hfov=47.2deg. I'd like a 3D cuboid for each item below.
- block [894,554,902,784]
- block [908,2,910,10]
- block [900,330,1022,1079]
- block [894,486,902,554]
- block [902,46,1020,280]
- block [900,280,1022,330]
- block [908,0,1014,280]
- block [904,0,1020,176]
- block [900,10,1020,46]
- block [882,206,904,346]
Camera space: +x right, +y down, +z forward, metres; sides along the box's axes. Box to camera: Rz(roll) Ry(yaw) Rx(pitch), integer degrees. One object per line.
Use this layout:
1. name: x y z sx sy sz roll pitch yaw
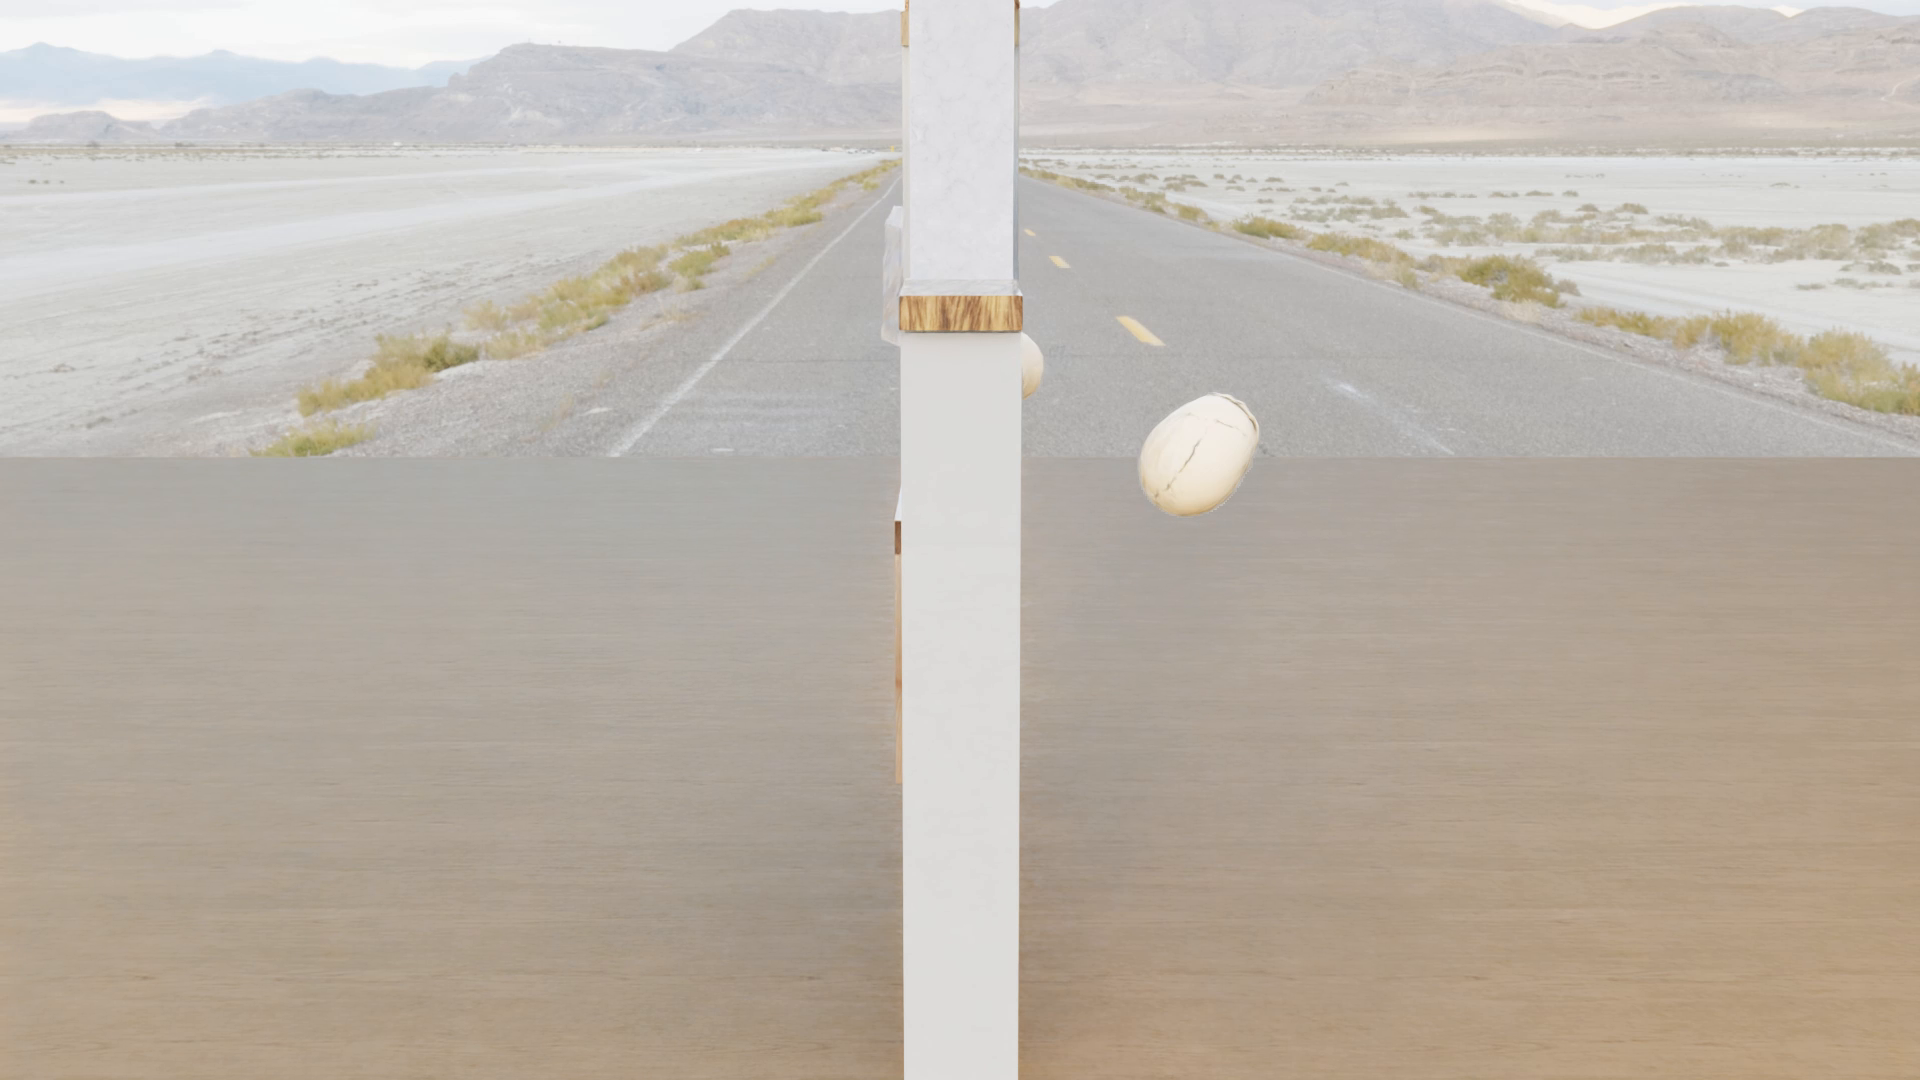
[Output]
1. block: -0.007 0.187 3.316 0.179 0.358 0.051 0 11 0
2. block: 0.001 -0.880 3.052 0.146 0.292 0.041 0 12 0
3. block: 0.001 0.251 2.692 0.142 1.023 0.040 0 11 0
4. block: -0.006 -0.036 3.396 0.179 0.051 0.358 0 11 0
5. block: 0.001 -0.527 3.083 0.161 0.322 0.046 0 11 0
6. block: 0.001 -0.289 2.687 0.142 0.040 0.284 0 11 0
7. block: 0.002 -0.482 2.823 0.132 0.938 0.037 0 13 1
8. block: 0.004 -0.655 3.394 0.175 0.424 0.049 0 14 -1
9. block: 0.001 -0.728 3.158 0.161 0.046 0.322 0 11 0
10. block: -0.055 -0.457 4.002 0.165 0.329 0.047 20 58 10
